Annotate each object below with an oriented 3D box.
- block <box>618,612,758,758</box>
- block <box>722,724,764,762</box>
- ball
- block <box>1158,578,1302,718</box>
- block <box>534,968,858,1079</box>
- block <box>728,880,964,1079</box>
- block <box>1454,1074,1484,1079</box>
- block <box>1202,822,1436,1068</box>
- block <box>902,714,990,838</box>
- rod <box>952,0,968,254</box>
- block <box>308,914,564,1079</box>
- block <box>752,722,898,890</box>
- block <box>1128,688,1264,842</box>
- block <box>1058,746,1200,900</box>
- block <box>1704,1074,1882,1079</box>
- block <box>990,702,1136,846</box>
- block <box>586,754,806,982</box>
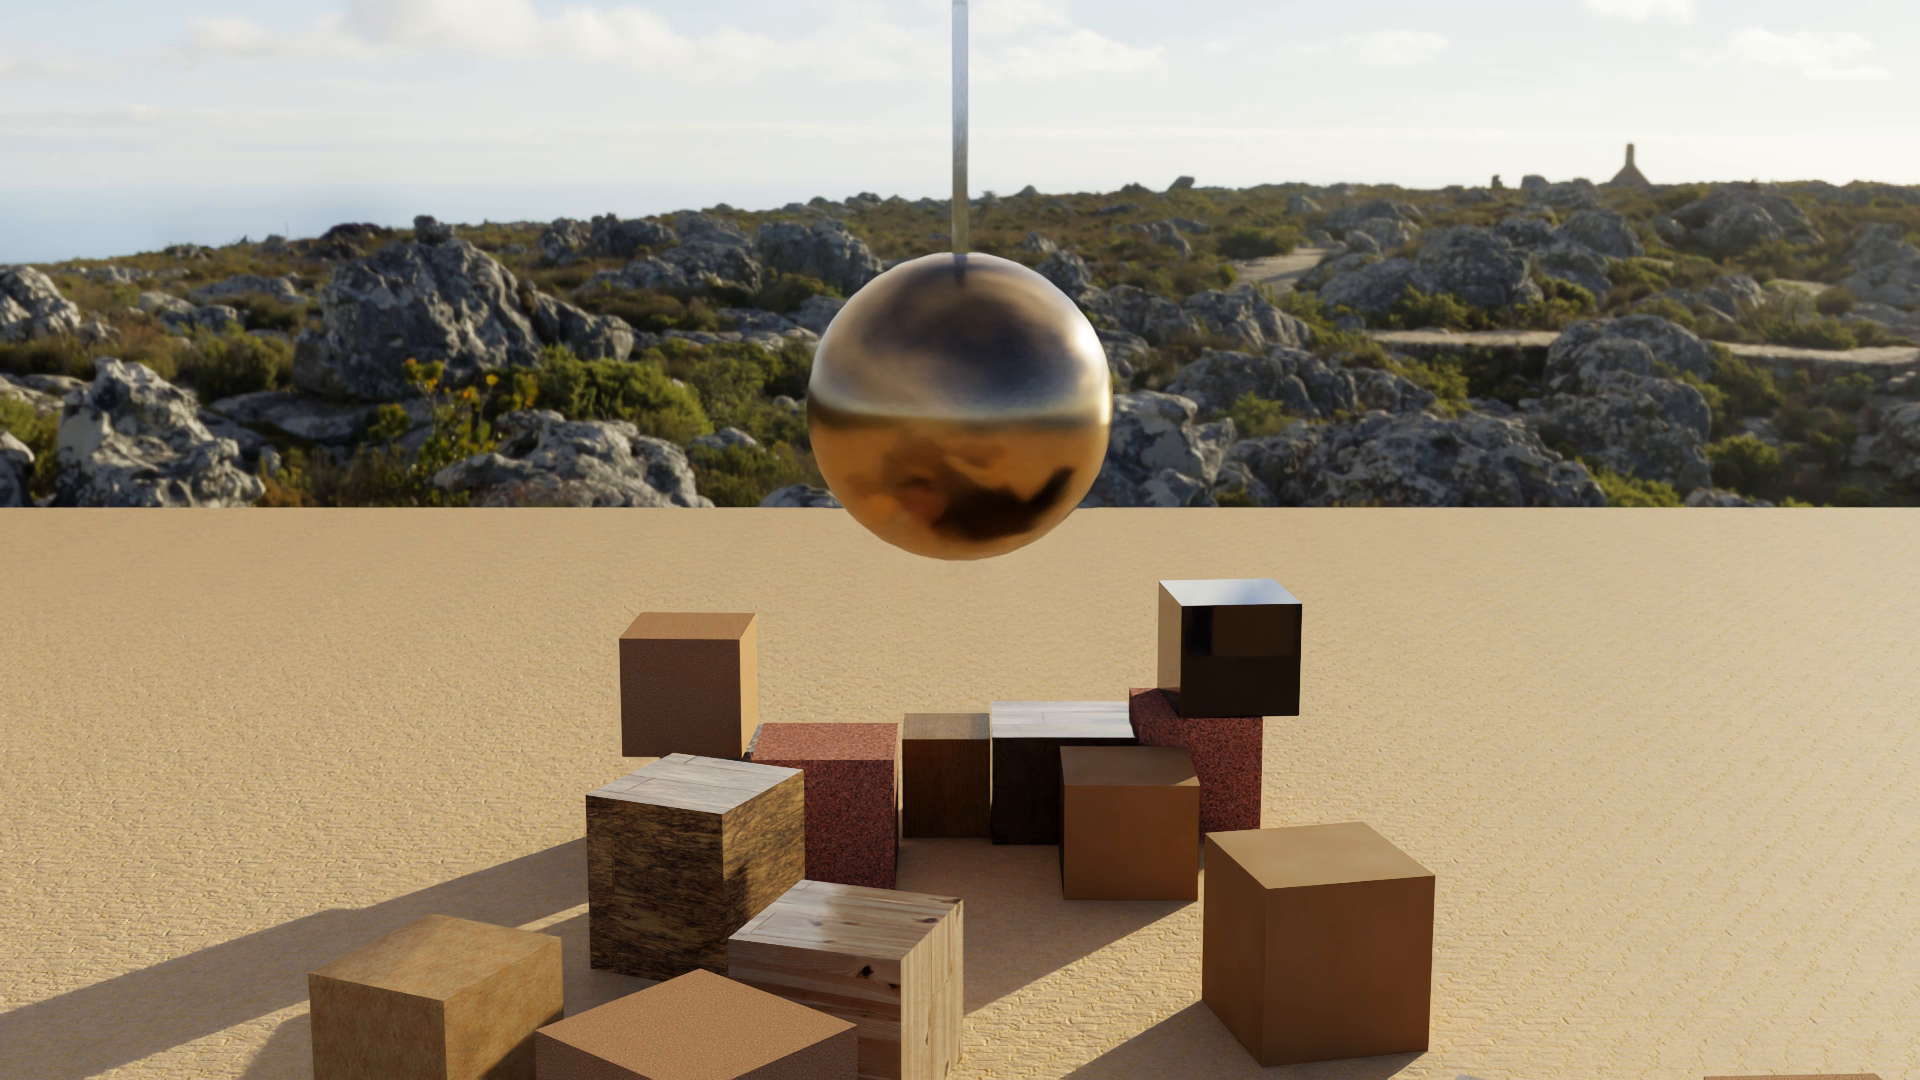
[{"bbox_3d":[-1.381,0.735,11.271,0.603,0.609,0.620,0,10,2],"label":"block"},{"bbox_3d":[-1.250,1.249,11.422,0.536,0.456,0.534,0,10,0],"label":"block"},{"bbox_3d":[0.000,-0.690,11.416,1.600,1.600,1.600,0,10,0],"label":"ball"},{"bbox_3d":[1.375,0.549,11.301,0.610,0.578,0.635,-1,10,-5],"label":"block"},{"bbox_3d":[-0.854,1.910,7.191,0.756,0.668,0.717,9,14,40],"label":"block"},{"bbox_3d":[-0.415,1.727,8.254,0.669,0.648,0.685,3,11,19],"label":"block"},{"bbox_3d":[1.665,2.049,6.527,0.593,0.632,0.584,6,12,30],"label":"block"},{"bbox_3d":[1.415,1.596,8.785,0.689,0.717,0.700,-2,11,-13],"label":"block"},{"bbox_3d":[-0.069,1.217,11.416,0.447,0.520,0.512,0,10,0],"label":"block"},{"bbox_3d":[0.000,-3.994,10.611,0.080,5.200,0.080,0,14,0],"label":"rod"},{"bbox_3d":[-1.921,1.797,8.134,0.608,0.554,0.690,5,11,25],"label":"block"},{"bbox_3d":[-0.642,1.288,10.671,0.668,0.648,0.664,0,10,0],"label":"block"},{"bbox_3d":[1.207,1.158,11.383,0.622,0.649,0.626,0,10,0],"label":"block"},{"bbox_3d":[0.802,1.352,10.570,0.627,0.558,0.674,0,10,1],"label":"block"},{"bbox_3d":[2.742,2.042,7.011,0.574,0.474,0.547,0,10,-2],"label":"block"},{"bbox_3d":[0.524,1.199,11.400,0.721,0.562,0.715,0,10,0],"label":"block"},{"bbox_3d":[-1.136,1.426,9.556,0.665,0.776,0.711,5,11,24],"label":"block"}]
